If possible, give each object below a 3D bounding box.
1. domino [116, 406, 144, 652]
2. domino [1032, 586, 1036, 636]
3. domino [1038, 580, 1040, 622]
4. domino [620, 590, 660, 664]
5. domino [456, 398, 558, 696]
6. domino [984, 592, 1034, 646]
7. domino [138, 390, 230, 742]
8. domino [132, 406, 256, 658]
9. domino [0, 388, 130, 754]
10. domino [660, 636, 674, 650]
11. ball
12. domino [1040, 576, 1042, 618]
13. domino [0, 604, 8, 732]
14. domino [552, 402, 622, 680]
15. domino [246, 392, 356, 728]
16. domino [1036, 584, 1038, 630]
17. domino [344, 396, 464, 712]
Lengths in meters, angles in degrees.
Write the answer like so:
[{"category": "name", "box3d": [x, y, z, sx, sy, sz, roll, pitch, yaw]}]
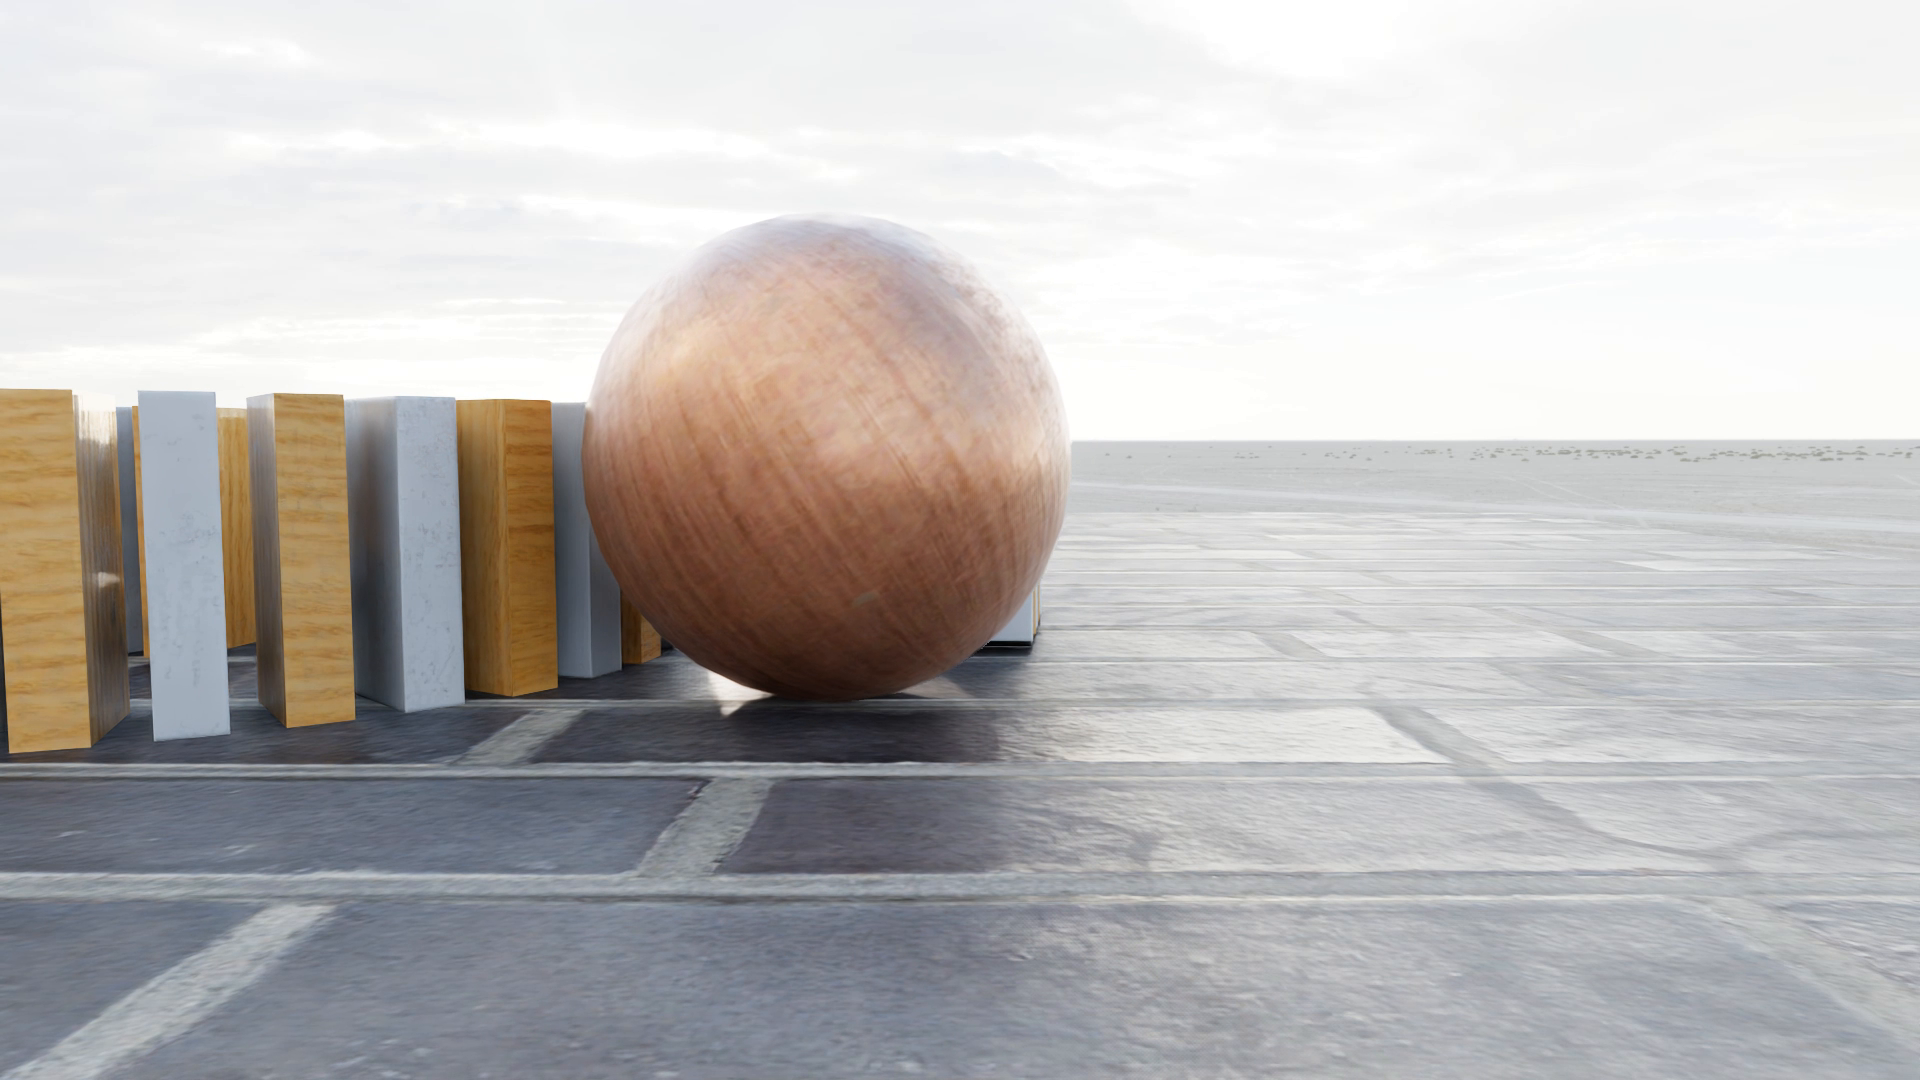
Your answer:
[{"category": "domino", "box3d": [-0.172, -0.002, 0.267, 0.010, 0.050, 0.025, 2, 5, 23]}, {"category": "domino", "box3d": [0.004, -0.004, 0.280, 0.025, 0.050, 0.010, 0, -12, 1]}, {"category": "domino", "box3d": [0.006, -0.005, 0.300, 0.025, 0.050, 0.010, 0, -12, 1]}, {"category": "domino", "box3d": [-0.073, -0.001, 0.254, 0.025, 0.050, 0.010, 1, 4, 9]}, {"category": "domino", "box3d": [-0.083, 0.001, 0.225, 0.025, 0.050, 0.010, 3, 5, 32]}, {"category": "domino", "box3d": [0.003, -0.003, 0.270, 0.025, 0.050, 0.009, 0, -12, 1]}, {"category": "domino", "box3d": [-0.117, 0.003, 0.195, 0.010, 0.050, 0.025, -2, 5, -30]}, {"category": "domino", "box3d": [-0.157, -0.002, 0.266, 0.009, 0.050, 0.025, 0, 4, 4]}, {"category": "domino", "box3d": [-0.131, 0.003, 0.188, 0.009, 0.050, 0.025, -2, 5, -22]}, {"category": "domino", "box3d": [-0.072, -0.003, 0.269, 0.025, 0.050, 0.009, 0, 4, 1]}, {"category": "ball", "box3d": [-0.022, -0.013, 0.213, 0.080, 0.080, 0.080, 0, 4, 0]}, {"category": "domino", "box3d": [0.007, -0.006, 0.309, 0.025, 0.050, 0.010, 0, -12, 1]}, {"category": "domino", "box3d": [-0.146, 0.004, 0.184, 0.009, 0.050, 0.025, -1, 4, -11]}, {"category": "domino", "box3d": [-0.077, 0.000, 0.239, 0.025, 0.050, 0.009, 1, 5, 19]}, {"category": "domino", "box3d": [-0.105, 0.002, 0.203, 0.009, 0.050, 0.025, -3, 5, -37]}, {"category": "domino", "box3d": [0.005, -0.005, 0.290, 0.025, 0.050, 0.010, 0, -12, 1]}, {"category": "domino", "box3d": [-0.093, 0.002, 0.213, 0.025, 0.050, 0.009, 4, 6, 45]}]
